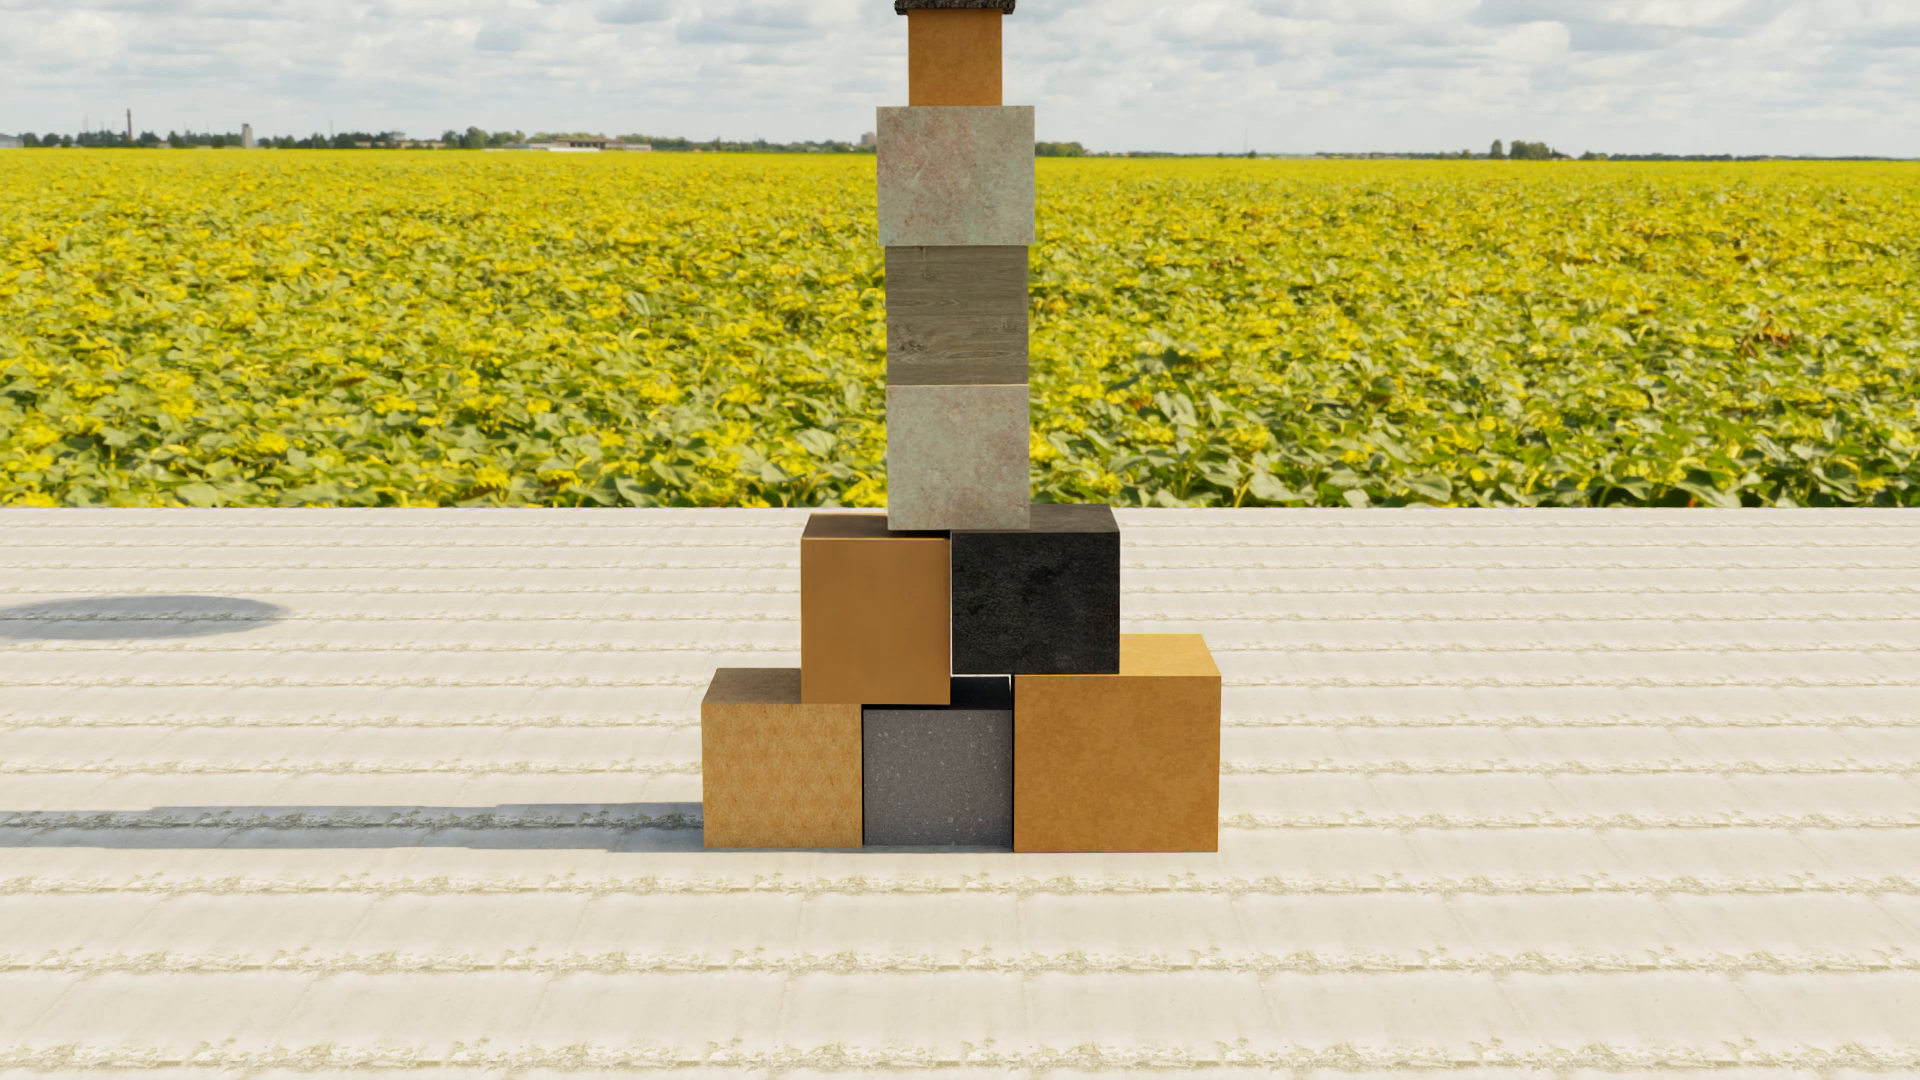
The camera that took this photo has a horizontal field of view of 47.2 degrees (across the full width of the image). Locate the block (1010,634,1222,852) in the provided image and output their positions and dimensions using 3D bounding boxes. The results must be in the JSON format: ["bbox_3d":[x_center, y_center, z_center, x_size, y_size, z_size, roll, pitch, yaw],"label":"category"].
[{"bbox_3d":[0.779,1.031,11.363,1.017,0.906,0.940,0,10,0],"label":"block"}]

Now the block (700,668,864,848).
[{"bbox_3d":[-0.890,1.112,11.368,0.796,0.744,0.764,0,10,0],"label":"block"}]

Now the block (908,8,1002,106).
[{"bbox_3d":[-0.023,-2.350,10.753,0.450,0.457,0.462,0,10,0],"label":"block"}]

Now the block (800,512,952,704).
[{"bbox_3d":[-0.416,0.337,11.232,0.738,0.830,0.777,0,10,0],"label":"block"}]

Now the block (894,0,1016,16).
[{"bbox_3d":[-0.027,-2.897,10.654,0.574,0.654,0.621,0,10,0],"label":"block"}]

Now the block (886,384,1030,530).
[{"bbox_3d":[-0.008,-0.460,11.078,0.699,0.710,0.658,0,10,0],"label":"block"}]

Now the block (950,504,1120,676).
[{"bbox_3d":[0.371,0.237,11.204,0.827,0.711,0.858,0,10,0],"label":"block"}]

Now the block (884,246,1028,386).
[{"bbox_3d":[-0.014,-1.146,10.980,0.691,0.676,0.662,0,10,0],"label":"block"}]

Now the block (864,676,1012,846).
[{"bbox_3d":[-0.111,1.132,11.377,0.742,0.703,0.709,0,10,0],"label":"block"}]

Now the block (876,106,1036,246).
[{"bbox_3d":[-0.019,-1.803,10.862,0.754,0.658,0.727,0,10,0],"label":"block"}]
